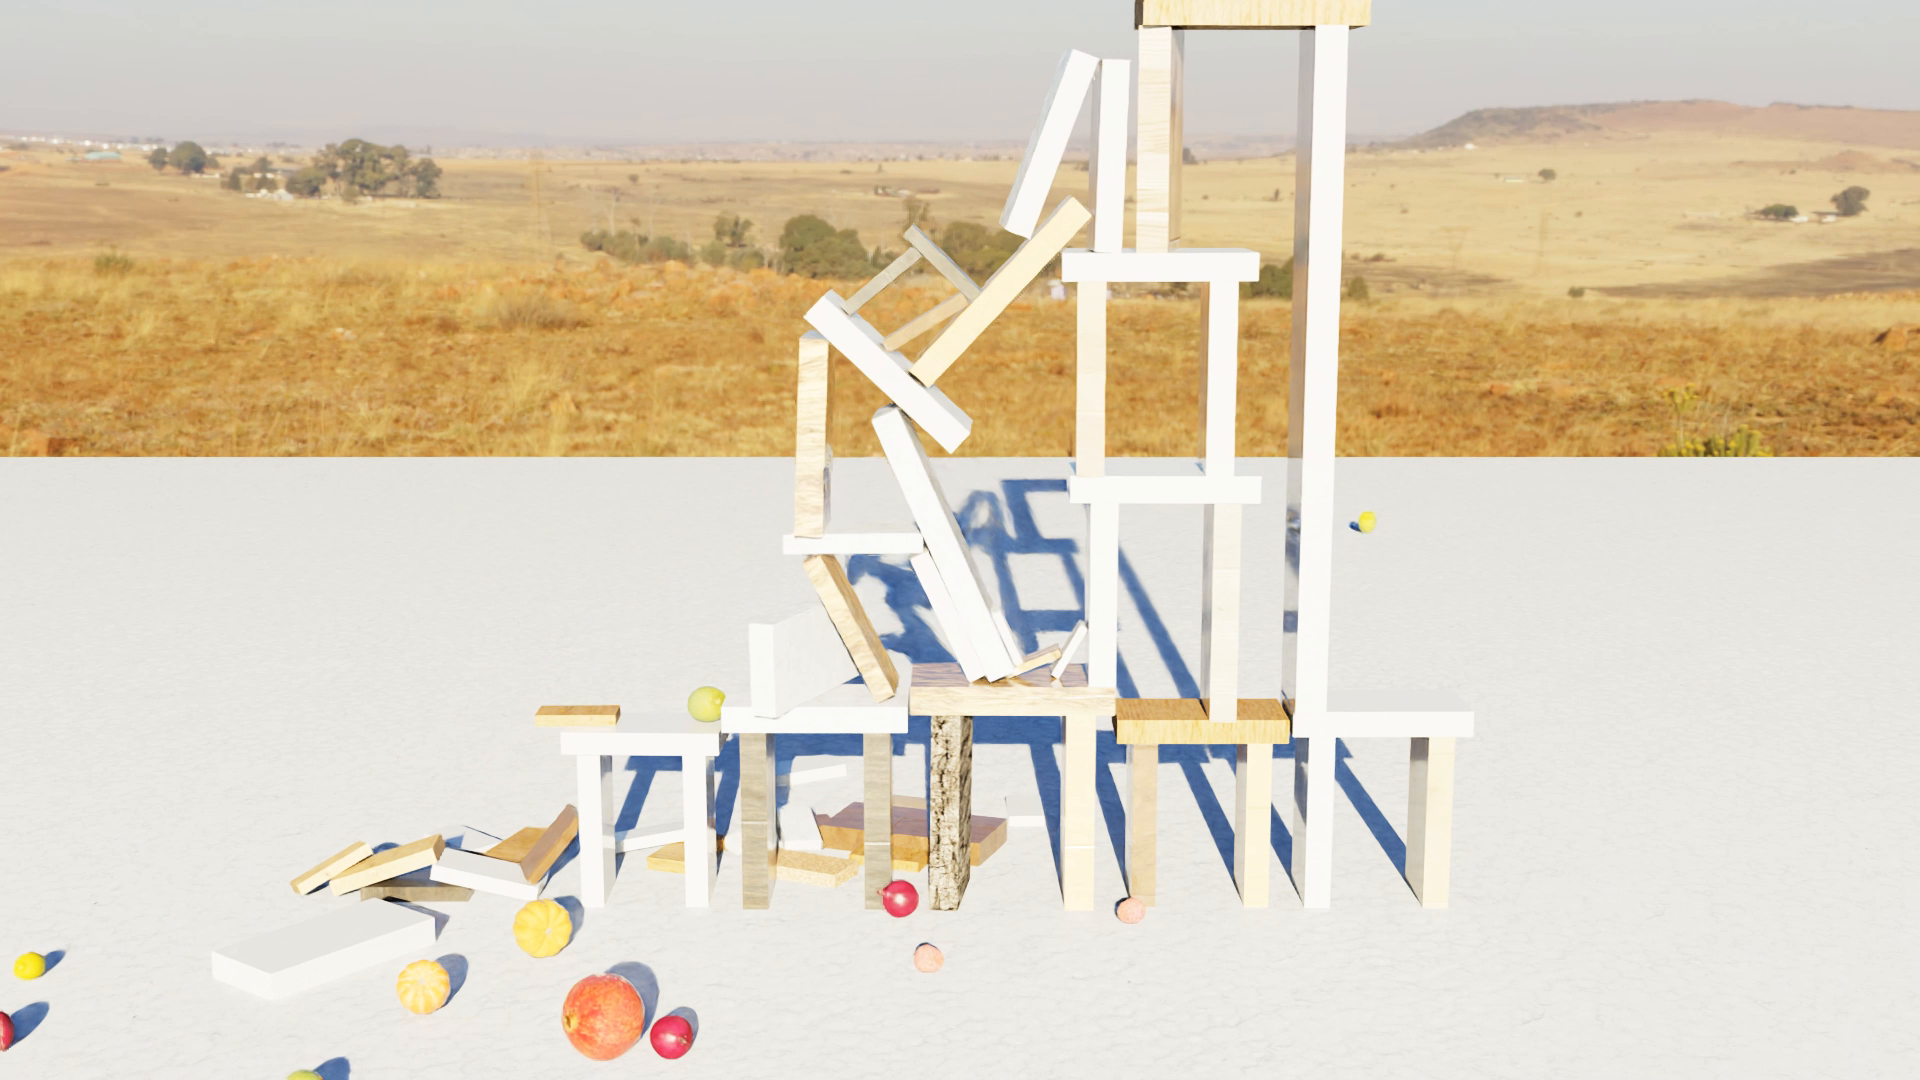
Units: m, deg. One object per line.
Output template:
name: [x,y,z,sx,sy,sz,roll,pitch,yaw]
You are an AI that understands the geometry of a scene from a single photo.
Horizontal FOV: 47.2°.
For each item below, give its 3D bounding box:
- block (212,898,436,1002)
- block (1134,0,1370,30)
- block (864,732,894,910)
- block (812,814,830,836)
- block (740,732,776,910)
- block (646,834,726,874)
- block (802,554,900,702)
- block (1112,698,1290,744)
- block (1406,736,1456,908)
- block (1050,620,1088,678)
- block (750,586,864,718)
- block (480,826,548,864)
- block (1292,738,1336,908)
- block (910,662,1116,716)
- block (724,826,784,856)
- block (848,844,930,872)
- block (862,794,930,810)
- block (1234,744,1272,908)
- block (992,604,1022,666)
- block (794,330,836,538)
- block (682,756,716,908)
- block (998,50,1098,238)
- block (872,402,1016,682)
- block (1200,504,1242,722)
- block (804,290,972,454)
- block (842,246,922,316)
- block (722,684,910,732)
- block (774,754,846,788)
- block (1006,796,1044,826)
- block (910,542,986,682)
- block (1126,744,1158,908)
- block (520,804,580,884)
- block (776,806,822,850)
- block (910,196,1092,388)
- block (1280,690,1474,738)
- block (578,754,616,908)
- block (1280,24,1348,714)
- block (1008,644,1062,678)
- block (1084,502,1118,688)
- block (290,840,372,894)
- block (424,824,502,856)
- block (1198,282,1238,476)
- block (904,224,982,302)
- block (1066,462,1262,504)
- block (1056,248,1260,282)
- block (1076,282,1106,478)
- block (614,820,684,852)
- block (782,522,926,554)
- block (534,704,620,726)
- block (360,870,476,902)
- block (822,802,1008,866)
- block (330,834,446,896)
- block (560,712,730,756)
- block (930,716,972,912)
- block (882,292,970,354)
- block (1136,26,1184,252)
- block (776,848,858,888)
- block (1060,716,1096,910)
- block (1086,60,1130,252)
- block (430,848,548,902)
block: [-0.972,0.624,3.371,0.149,0.042,0.298,8,13,37]
block: [0.449,-0.819,3.406,0.343,0.049,0.171,0,11,0]
block: [-0.134,0.444,3.639,0.042,0.299,0.149,0,11,0]
block: [-0.310,0.522,3.977,0.155,0.022,0.077,-2,11,-12]
block: [-0.333,0.444,3.639,0.042,0.299,0.149,0,11,0]
block: [-0.476,0.546,3.846,0.077,0.022,0.155,4,11,20]
block: [-0.176,0.133,3.591,0.032,0.257,0.112,-27,9,8]
block: [0.393,0.297,3.619,0.277,0.039,0.139,0,11,0]
block: [0.779,0.446,3.646,0.041,0.291,0.145,0,11,0]
block: [0.178,0.178,3.592,0.013,0.094,0.047,29,9,-5]
block: [-0.247,0.178,3.608,0.042,0.149,0.328,4,11,23]
block: [-0.769,0.543,3.859,0.077,0.022,0.182,3,11,17]
block: [0.585,0.446,3.646,0.041,0.291,0.145,0,11,0]
block: [0.085,0.244,3.606,0.328,0.047,0.164,0,11,0]
block: [-0.338,0.525,3.887,0.071,0.020,0.142,23,29,37]
block: [-0.121,0.552,3.822,0.129,0.018,0.064,4,11,20]
block: [-0.098,0.500,4.088,0.166,0.023,0.083,4,11,21]
block: [0.485,0.453,3.648,0.039,0.277,0.139,0,11,0]
block: [0.077,0.155,3.584,0.013,0.094,0.047,-23,11,5]
block: [-0.233,-0.174,3.542,0.044,0.314,0.157,3,11,1]
block: [-0.431,0.464,3.645,0.036,0.256,0.128,0,11,0]
block: [0.137,-0.623,3.451,0.041,0.292,0.146,20,10,-7]
block: [-0.024,-0.002,3.568,0.044,0.461,0.157,-23,9,5]
block: [0.423,0.103,3.576,0.042,0.358,0.150,0,11,0]
block: [-0.112,-0.272,3.520,0.314,0.044,0.157,43,9,-6]
block: [-0.122,-0.414,3.498,0.148,0.021,0.074,-39,5,8]
block: [-0.234,0.276,3.608,0.299,0.042,0.149,0,11,0]
block: [-0.317,0.455,4.332,0.166,0.023,0.083,-6,12,-31]
block: [0.120,0.503,4.088,0.064,0.018,0.129,0,11,-2]
block: [-0.017,0.114,3.586,0.032,0.223,0.112,-25,9,5]
block: [0.300,0.453,3.648,0.039,0.277,0.139,0,11,0]
block: [-0.679,0.505,3.659,0.019,0.131,0.066,40,-2,-26]
block: [-0.287,0.508,3.880,0.064,0.018,0.129,2,20,-15]
block: [0.062,-0.396,3.492,0.041,0.369,0.146,43,8,-7]
block: [0.682,0.284,3.612,0.291,0.041,0.145,0,11,0]
block: [-0.602,0.464,3.645,0.036,0.257,0.128,0,11,0]
block: [0.563,-0.265,3.507,0.049,1.077,0.171,0,11,0]
block: [0.119,0.197,3.595,0.094,0.013,0.047,-22,10,4]
block: [0.229,0.075,3.570,0.042,0.300,0.150,0,11,0]
block: [-1.052,0.548,3.676,0.131,0.019,0.066,-31,11,-26]
block: [-0.880,0.537,3.900,0.142,0.020,0.071,10,14,43]
block: [0.410,-0.264,3.502,0.043,0.305,0.153,0,11,1]
block: [-0.028,-0.440,3.486,0.149,0.021,0.074,43,9,-6]
block: [0.324,-0.093,3.533,0.300,0.042,0.150,0,11,1]
block: [0.308,-0.436,3.473,0.305,0.043,0.153,0,11,-2]
block: [0.207,-0.263,3.496,0.043,0.305,0.153,0,11,2]
block: [-0.530,0.521,3.890,0.190,0.020,0.071,-10,7,-3]
block: [-0.170,-0.004,3.573,0.223,0.032,0.112,-1,11,2]
block: [-0.630,0.290,3.630,0.131,0.019,0.066,0,11,-1]
block: [-0.900,0.577,3.671,0.177,0.025,0.089,0,11,0]
block: [-0.081,0.522,3.918,0.298,0.042,0.149,4,11,20]
block: [-0.953,0.540,3.666,0.177,0.025,0.089,-18,10,-1]
block: [-0.517,0.319,3.624,0.257,0.036,0.128,0,11,2]
block: [-0.014,0.428,3.637,0.047,0.328,0.164,2,11,7]
block: [-0.054,-0.349,3.506,0.148,0.021,0.074,-31,8,7]
block: [0.315,-0.628,3.454,0.049,0.343,0.171,2,11,12]
block: [-0.267,0.561,3.763,0.166,0.023,0.083,5,12,25]
block: [0.194,0.428,3.640,0.047,0.329,0.164,0,11,0]
block: [0.231,-0.601,3.446,0.041,0.292,0.146,1,10,-2]
block: [-0.783,0.558,3.667,0.177,0.025,0.089,13,10,-1]
